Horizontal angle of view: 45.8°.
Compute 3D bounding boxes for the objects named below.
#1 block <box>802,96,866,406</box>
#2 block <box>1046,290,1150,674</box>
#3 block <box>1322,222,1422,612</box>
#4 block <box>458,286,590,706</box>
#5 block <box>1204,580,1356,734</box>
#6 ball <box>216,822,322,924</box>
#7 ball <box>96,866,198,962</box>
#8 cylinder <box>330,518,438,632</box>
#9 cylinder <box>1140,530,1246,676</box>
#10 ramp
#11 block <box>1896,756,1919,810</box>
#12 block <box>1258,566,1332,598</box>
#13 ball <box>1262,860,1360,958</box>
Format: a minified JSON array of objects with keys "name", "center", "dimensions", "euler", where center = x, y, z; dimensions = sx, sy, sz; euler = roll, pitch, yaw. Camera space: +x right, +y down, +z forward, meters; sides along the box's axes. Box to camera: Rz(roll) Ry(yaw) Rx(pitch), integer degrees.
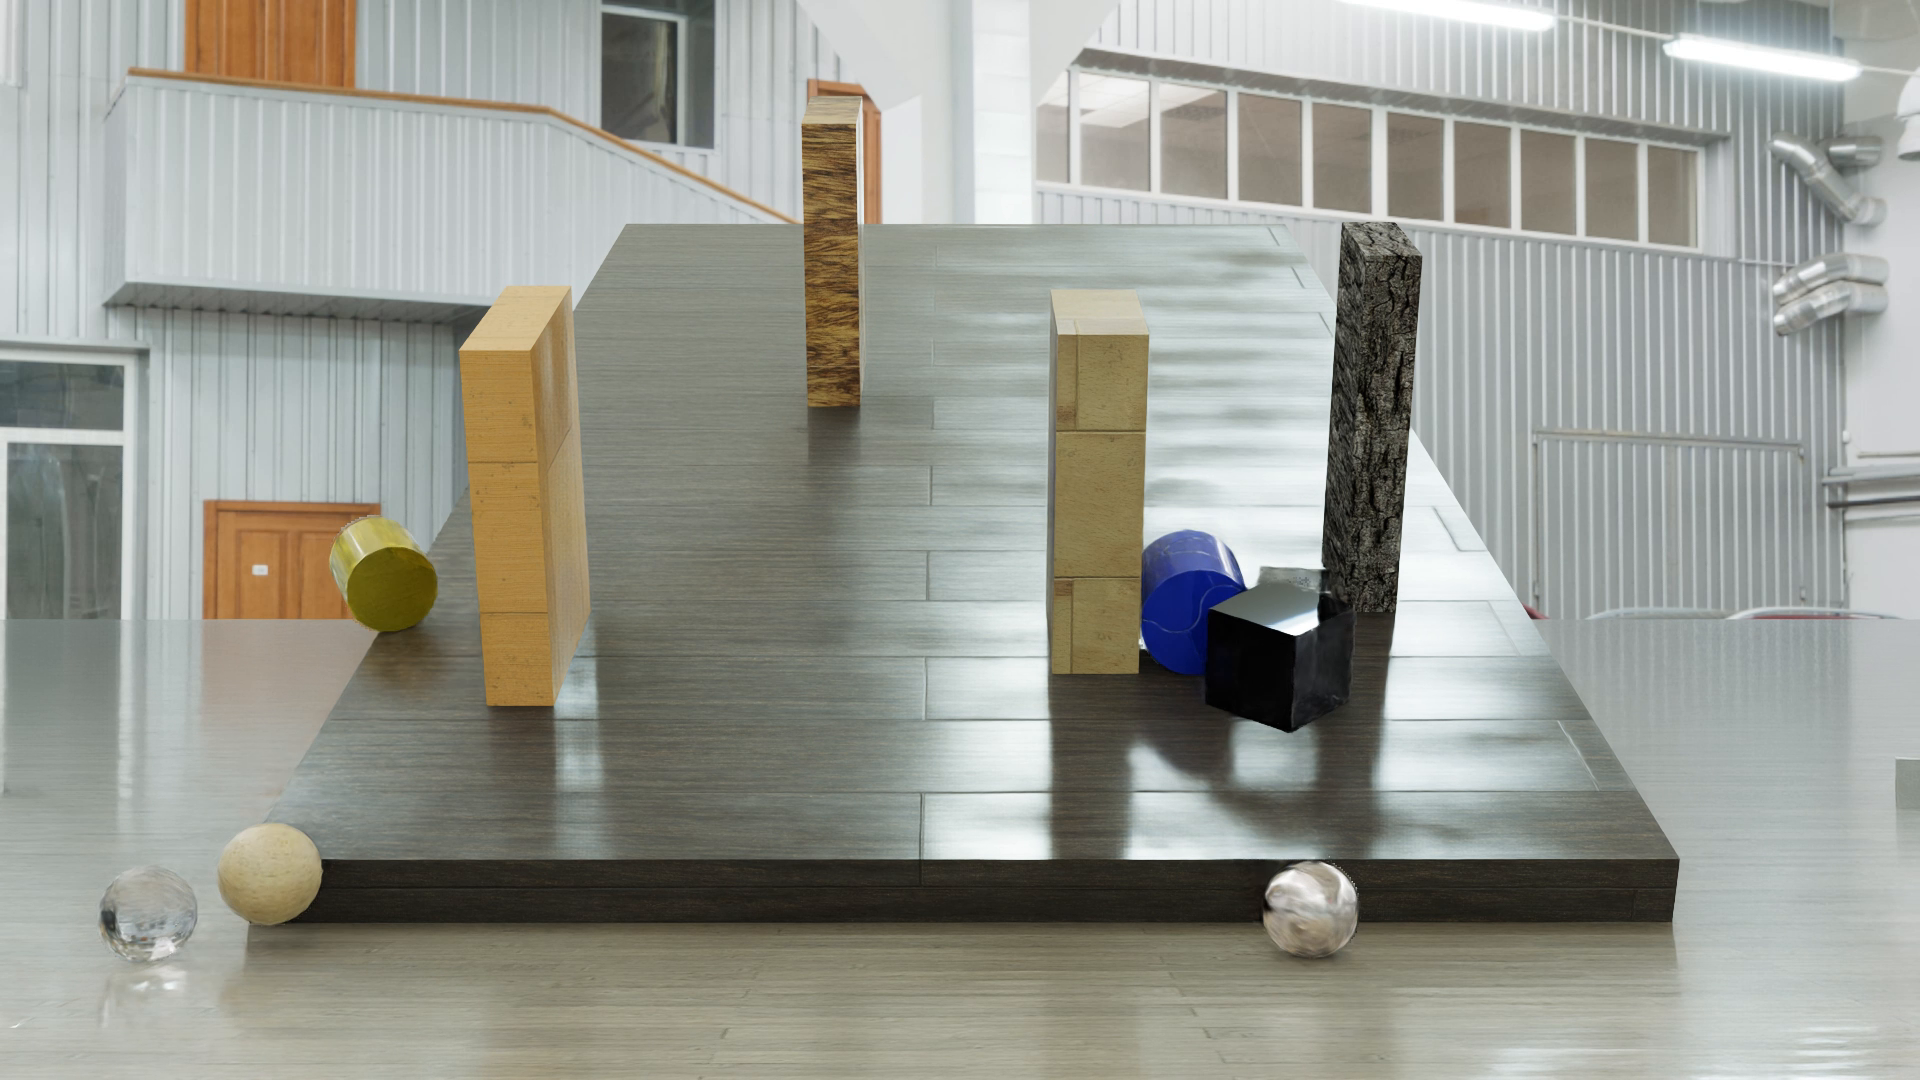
[{"name":"block","center":[-0.285,-0.664,5.205],"dimensions":[0.119,0.640,0.358],"euler":[0,21,0]},{"name":"block","center":[0.224,-0.100,3.789],"dimensions":[0.142,0.579,0.283],"euler":[0,21,0]},{"name":"block","center":[0.722,-0.218,4.017],"dimensions":[0.094,0.641,0.253],"euler":[0,21,0]},{"name":"block","center":[-0.703,-0.080,3.719],"dimensions":[0.107,0.588,0.397],"euler":[0,21,0]},{"name":"block","center":[0.509,0.183,3.624],"dimensions":[0.166,0.166,0.166],"euler":[18,27,39]},{"name":"ball","center":[-0.914,0.441,3.012],"dimensions":[0.134,0.134,0.134],"euler":[0,-2,0]},{"name":"ball","center":[-1.014,0.466,2.839],"dimensions":[0.120,0.120,0.120],"euler":[0,-2,0]},{"name":"cylinder","center":[-1.004,0.059,3.960],"dimensions":[0.156,0.156,0.156],"euler":[1,19,-27]},{"name":"cylinder","center":[0.388,0.103,3.804],"dimensions":[0.187,0.187,0.187],"euler":[0,21,0]},{"name":"ramp","center":[-0.005,-0.211,5.052],"dimensions":[2.000,0.100,4.000],"euler":[0,21,0]},{"name":"block","center":[2.154,0.544,5.091],"dimensions":[0.109,0.109,0.109],"euler":[-1,-2,21]},{"name":"block","center":[0.562,0.126,3.840],"dimensions":[0.122,0.122,0.122],"euler":[3,21,9]},{"name":"ball","center":[0.442,0.466,2.874],"dimensions":[0.122,0.122,0.122],"euler":[0,-2,0]}]
